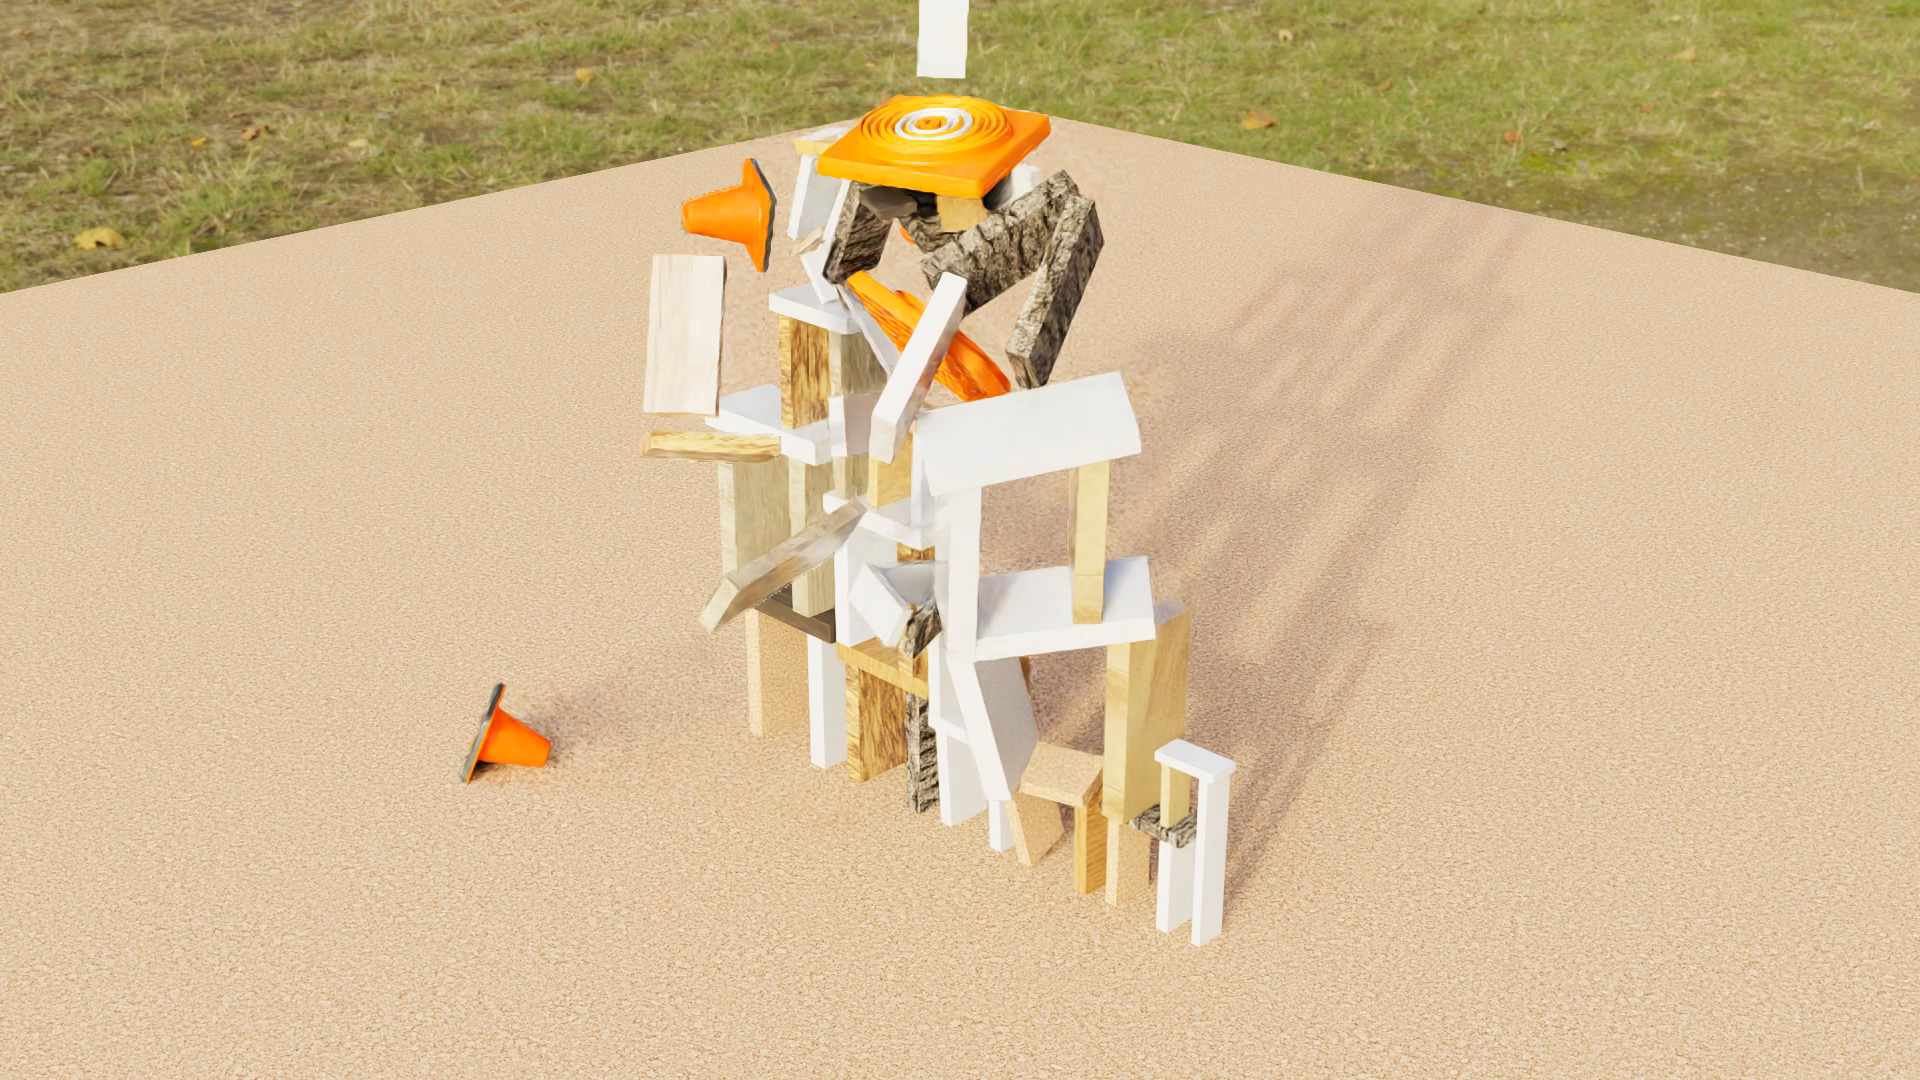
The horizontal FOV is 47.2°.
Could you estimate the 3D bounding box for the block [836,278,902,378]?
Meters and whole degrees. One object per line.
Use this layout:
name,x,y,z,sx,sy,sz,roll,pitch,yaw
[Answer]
block,-0.154,-0.385,4.206,0.046,0.262,0.013,-30,1,-41

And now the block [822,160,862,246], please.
block,-0.188,-0.640,4.138,0.089,0.191,0.025,-11,52,-36

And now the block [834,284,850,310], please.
block,-0.218,-0.498,4.242,0.051,0.103,0.015,-22,2,-38

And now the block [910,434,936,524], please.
block,-0.051,-0.127,4.228,0.091,0.182,0.026,-21,34,-40

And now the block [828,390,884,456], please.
block,-0.176,-0.218,4.081,0.030,0.108,0.215,-1,7,25

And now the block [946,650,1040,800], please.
block,0.063,0.291,4.037,0.049,0.348,0.174,2,39,23

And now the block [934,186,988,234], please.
block,0.002,-0.579,3.863,0.019,0.068,0.137,-20,12,-25

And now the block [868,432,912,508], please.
block,-0.137,-0.161,4.307,0.091,0.182,0.026,-22,35,-40

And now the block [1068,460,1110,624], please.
block,0.220,-0.047,3.766,0.049,0.349,0.175,0,38,0

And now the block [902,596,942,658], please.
block,-0.052,0.147,4.108,0.022,0.079,0.158,25,41,19

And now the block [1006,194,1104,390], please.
block,0.161,-0.411,3.690,0.042,0.298,0.149,18,-15,17

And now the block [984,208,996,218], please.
block,0.071,-0.620,4.063,0.026,0.091,0.182,-37,19,-8

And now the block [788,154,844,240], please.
block,-0.276,-0.665,4.213,0.025,0.178,0.089,38,42,27

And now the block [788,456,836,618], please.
block,-0.267,-0.028,4.509,0.048,0.341,0.171,21,31,41

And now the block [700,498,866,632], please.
block,-0.297,0.039,3.753,0.030,0.108,0.384,43,37,9

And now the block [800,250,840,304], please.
block,-0.266,-0.513,4.278,0.051,0.103,0.015,-23,-2,-37

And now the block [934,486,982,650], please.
block,-0.006,-0.002,3.769,0.049,0.349,0.175,-4,36,-7

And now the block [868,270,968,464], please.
block,-0.070,-0.287,3.670,0.042,0.149,0.298,23,66,6

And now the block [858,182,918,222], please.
block,-0.127,-0.597,3.874,0.068,0.019,0.137,-18,28,-11

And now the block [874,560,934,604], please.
block,-0.116,0.084,4.185,0.158,0.079,0.022,-5,21,-42

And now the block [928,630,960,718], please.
block,-0.013,0.233,4.320,0.107,0.213,0.030,-23,32,-39

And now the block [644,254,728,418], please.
block,-0.446,-0.332,3.575,0.117,0.263,0.033,1,-9,4

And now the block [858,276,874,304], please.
block,-0.205,-0.486,4.227,0.046,0.092,0.013,-26,0,-38

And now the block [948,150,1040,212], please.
block,0.063,-0.633,3.916,0.182,0.091,0.026,19,42,33

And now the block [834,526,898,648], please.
block,-0.189,0.065,4.466,0.139,0.278,0.039,-21,31,-40

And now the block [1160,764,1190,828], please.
block,0.391,0.450,3.985,0.018,0.130,0.065,19,30,37

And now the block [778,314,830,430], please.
block,-0.305,-0.350,4.407,0.117,0.235,0.033,-21,31,-41

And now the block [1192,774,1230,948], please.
block,0.453,0.573,3.971,0.018,0.343,0.065,21,31,41

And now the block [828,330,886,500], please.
block,-0.198,-0.258,4.327,0.033,0.345,0.117,20,30,41

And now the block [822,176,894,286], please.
block,-0.179,-0.587,4.103,0.117,0.233,0.033,-28,64,-37

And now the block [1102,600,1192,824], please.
block,0.337,0.312,3.985,0.049,0.379,0.174,22,34,37

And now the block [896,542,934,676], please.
block,-0.059,0.117,4.345,0.139,0.278,0.039,-21,31,-40

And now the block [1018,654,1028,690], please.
block,0.085,0.273,4.228,0.030,0.213,0.107,21,33,38
